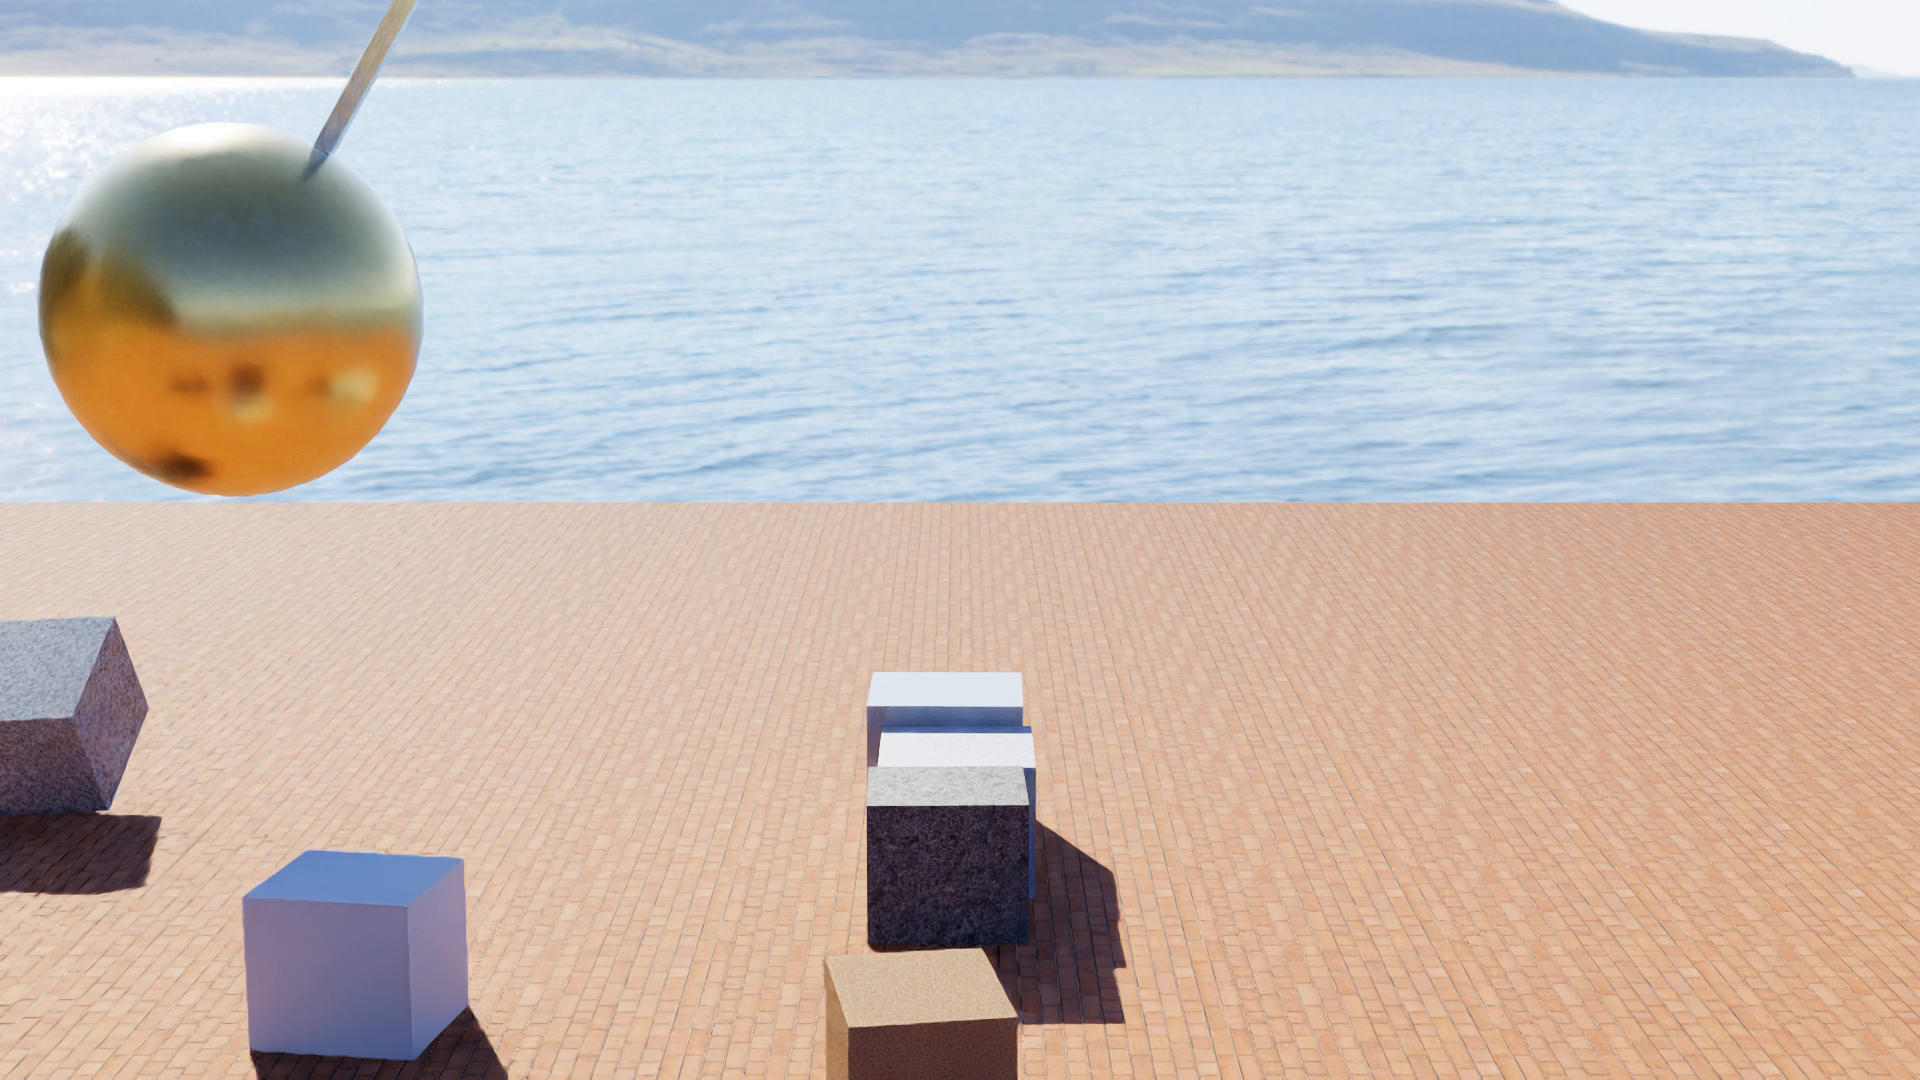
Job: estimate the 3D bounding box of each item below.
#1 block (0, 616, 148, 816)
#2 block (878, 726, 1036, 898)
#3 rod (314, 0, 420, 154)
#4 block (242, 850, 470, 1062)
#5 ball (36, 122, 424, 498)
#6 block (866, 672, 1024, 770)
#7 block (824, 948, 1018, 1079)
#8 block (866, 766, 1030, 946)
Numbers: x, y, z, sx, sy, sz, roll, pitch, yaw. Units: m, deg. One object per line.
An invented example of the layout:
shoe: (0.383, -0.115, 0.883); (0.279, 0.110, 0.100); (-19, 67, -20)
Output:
block: (-4.403, 0.847, 12.342); (0.660, 0.603, 0.731); (-3, 38, 4)
block: (-0.014, 1.196, 11.359); (0.677, 0.584, 0.705); (0, 10, 0)
rod: (-1.348, -3.844, 10.481); (0.080, 5.200, 0.080); (31, 9, -5)
block: (-2.231, 1.530, 9.517); (0.625, 0.584, 0.579); (2, 10, 9)
ball: (-3.112, -0.984, 11.001); (1.600, 1.600, 1.600); (0, 10, 0)
block: (-0.065, 1.027, 12.030); (0.710, 0.675, 0.668); (0, 10, 1)
block: (-0.135, 1.735, 8.329); (0.532, 0.605, 0.655); (-2, 10, -9)
block: (-0.055, 1.310, 10.711); (0.658, 0.591, 0.593); (0, 10, -1)
